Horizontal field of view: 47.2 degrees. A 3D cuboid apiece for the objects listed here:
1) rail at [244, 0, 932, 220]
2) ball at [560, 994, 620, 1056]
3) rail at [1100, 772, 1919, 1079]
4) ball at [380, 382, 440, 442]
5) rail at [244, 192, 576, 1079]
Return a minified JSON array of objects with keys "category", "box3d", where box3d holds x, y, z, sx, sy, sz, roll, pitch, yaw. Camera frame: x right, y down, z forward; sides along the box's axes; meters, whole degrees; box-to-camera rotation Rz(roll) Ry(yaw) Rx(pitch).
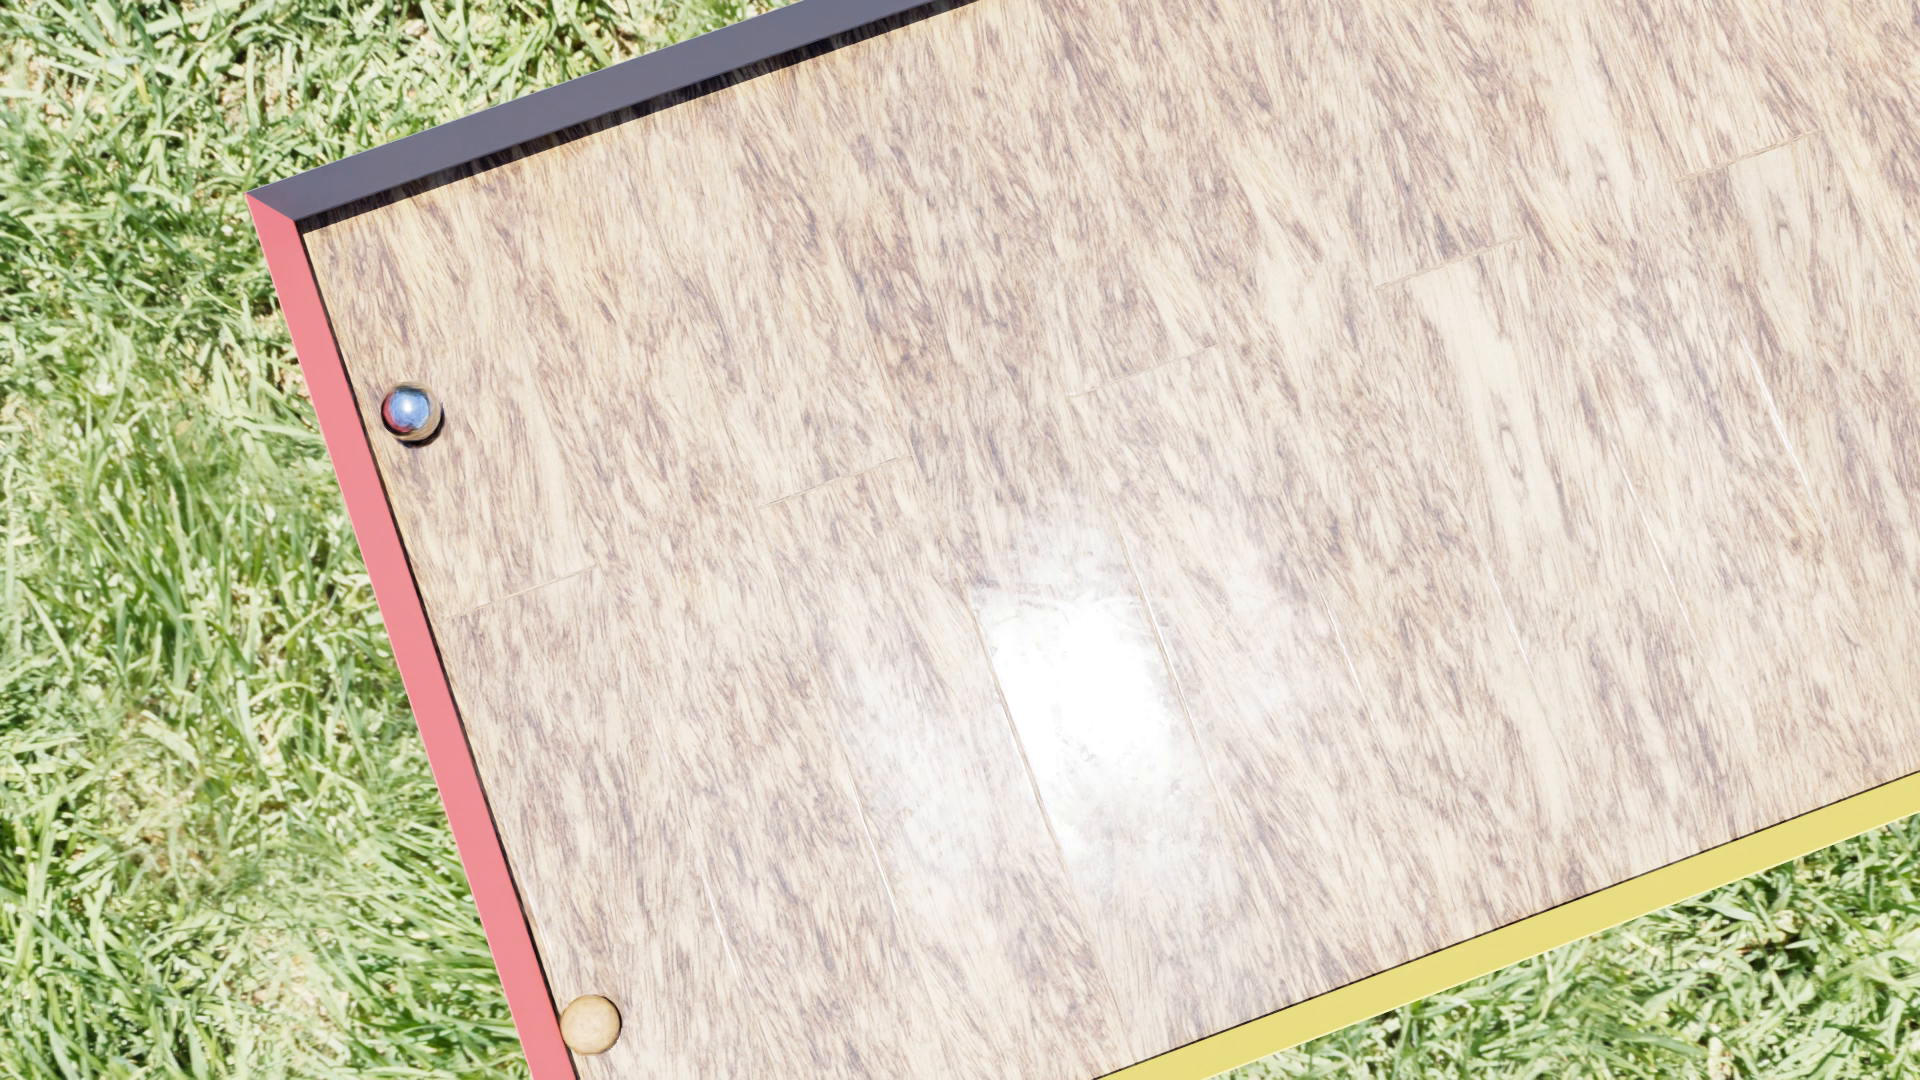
[{"category":"rail","box3d":[0.496,-1.045,3.408,3.306,0.115,0.045,-20,82,-3]},{"category":"ball","box3d":[-0.531,0.696,3.157,0.085,0.085,0.085,0,81,0]},{"category":"rail","box3d":[1.057,0.482,3.174,3.306,0.115,0.045,-20,82,-3]},{"category":"ball","box3d":[-0.822,-0.191,3.291,0.088,0.088,0.088,0,81,0]},{"category":"rail","box3d":[-0.755,0.269,3.207,0.045,0.115,1.691,-20,82,-3]}]
